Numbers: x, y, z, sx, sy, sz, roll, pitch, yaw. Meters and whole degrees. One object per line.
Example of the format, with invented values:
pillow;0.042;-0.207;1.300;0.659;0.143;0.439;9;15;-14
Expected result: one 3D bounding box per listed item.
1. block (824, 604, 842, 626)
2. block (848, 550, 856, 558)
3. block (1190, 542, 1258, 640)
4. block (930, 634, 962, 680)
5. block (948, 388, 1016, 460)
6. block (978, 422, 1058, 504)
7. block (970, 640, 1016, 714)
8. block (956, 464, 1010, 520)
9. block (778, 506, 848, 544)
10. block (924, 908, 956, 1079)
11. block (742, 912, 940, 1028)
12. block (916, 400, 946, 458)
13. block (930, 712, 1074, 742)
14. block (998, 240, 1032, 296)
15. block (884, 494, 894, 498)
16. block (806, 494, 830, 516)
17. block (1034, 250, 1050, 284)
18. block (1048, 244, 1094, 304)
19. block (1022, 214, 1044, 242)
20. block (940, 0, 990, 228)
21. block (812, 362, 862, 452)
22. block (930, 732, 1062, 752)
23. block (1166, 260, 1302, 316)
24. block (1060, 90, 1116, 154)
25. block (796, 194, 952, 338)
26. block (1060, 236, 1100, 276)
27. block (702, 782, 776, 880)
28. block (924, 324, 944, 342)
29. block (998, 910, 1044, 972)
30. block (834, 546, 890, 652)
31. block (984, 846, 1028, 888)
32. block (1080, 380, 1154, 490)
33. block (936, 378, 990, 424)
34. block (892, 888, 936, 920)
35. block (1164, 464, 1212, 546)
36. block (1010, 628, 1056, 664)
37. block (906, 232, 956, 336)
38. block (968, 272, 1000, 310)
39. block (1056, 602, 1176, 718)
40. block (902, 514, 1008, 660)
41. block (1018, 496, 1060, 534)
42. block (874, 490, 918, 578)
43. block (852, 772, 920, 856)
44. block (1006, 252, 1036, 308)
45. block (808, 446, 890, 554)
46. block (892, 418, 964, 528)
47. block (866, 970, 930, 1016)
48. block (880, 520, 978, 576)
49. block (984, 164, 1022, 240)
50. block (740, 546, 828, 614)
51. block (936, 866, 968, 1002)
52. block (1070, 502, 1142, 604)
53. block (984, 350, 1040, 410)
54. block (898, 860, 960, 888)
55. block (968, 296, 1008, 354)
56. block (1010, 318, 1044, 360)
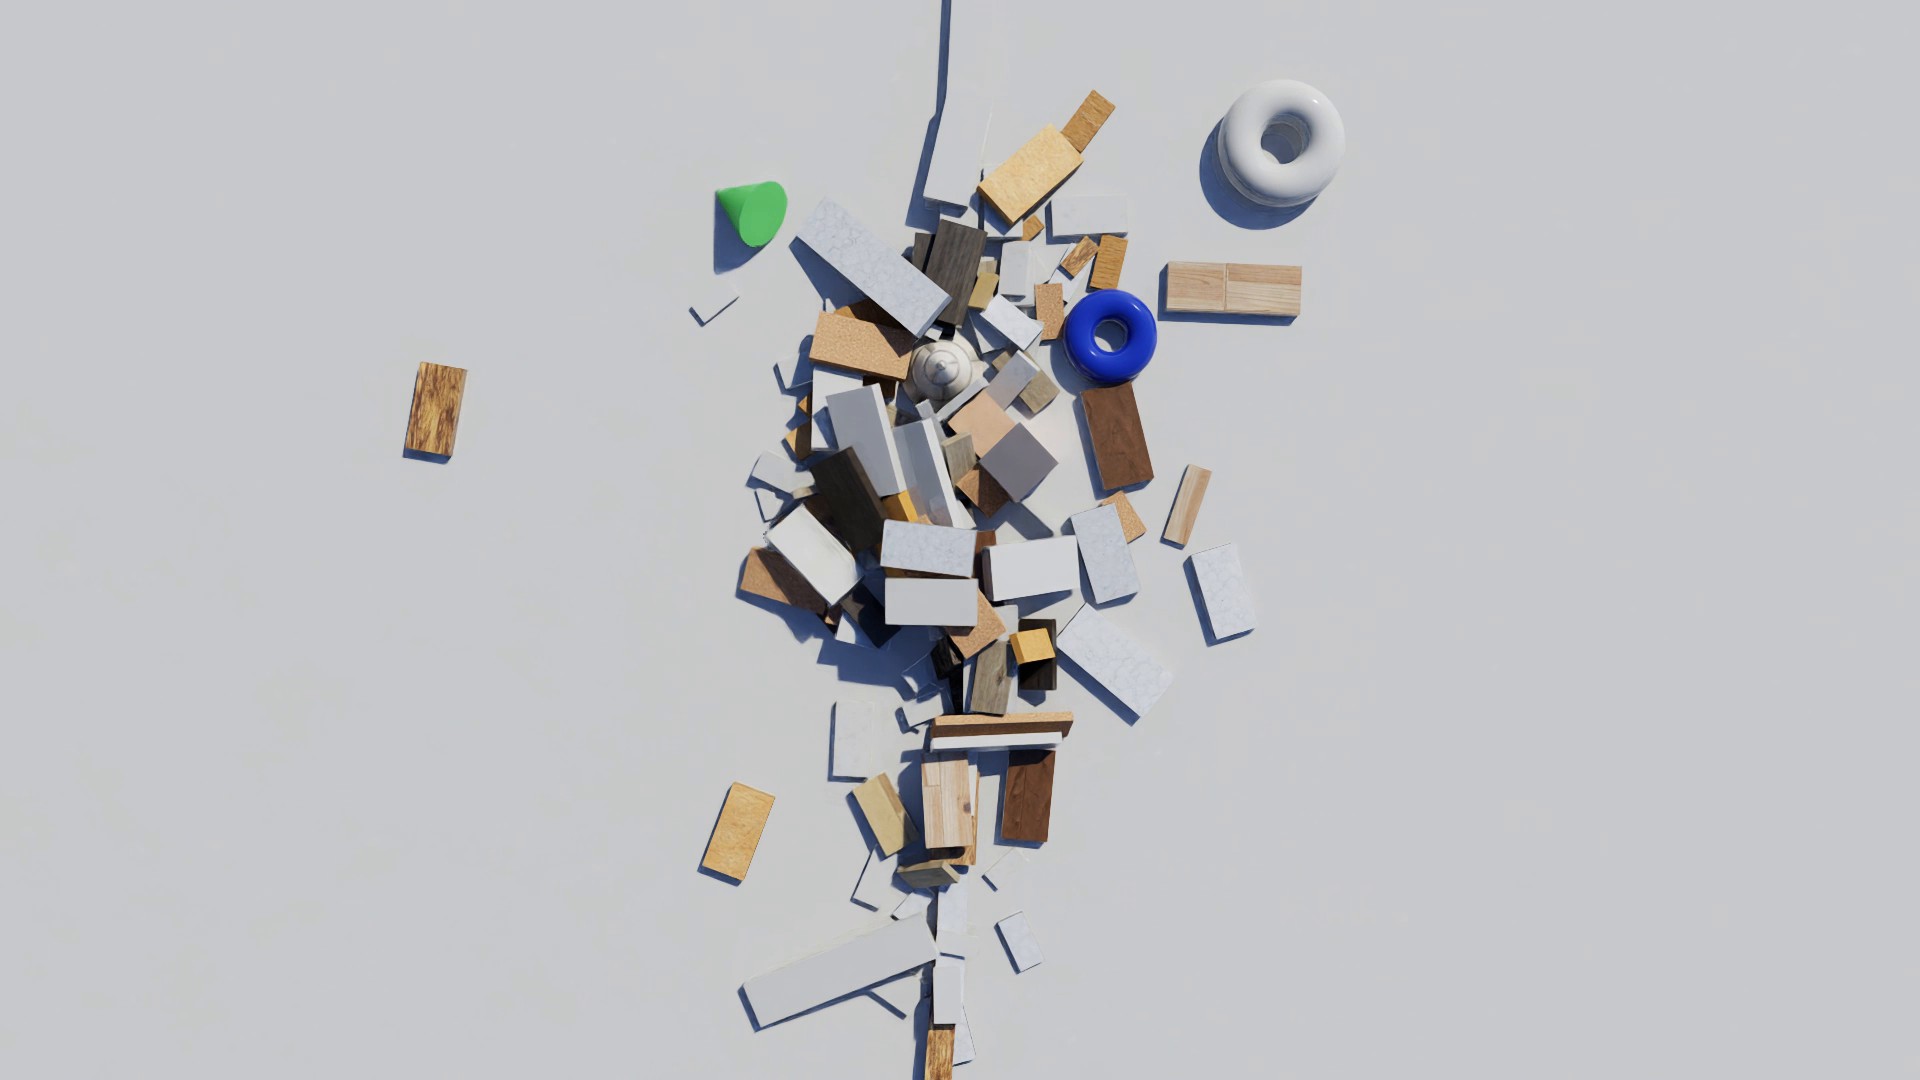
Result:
block;-0.345;0.249;5.460;0.190;0.027;0.095;14;85;-10
block;-0.342;0.078;5.487;0.190;0.027;0.095;-6;90;0
block;0.877;0.169;5.479;0.145;0.041;0.291;-17;90;0
block;-0.047;0.382;5.368;0.028;0.199;0.099;-12;74;-20
block;0.071;-0.377;5.420;0.159;0.159;0.159;-43;90;0
block;0.189;-0.252;5.408;0.184;0.184;0.184;-43;90;0
block;0.107;0.440;5.325;0.117;0.033;0.235;8;101;-4
block;0.078;-0.160;5.418;0.100;0.200;0.028;-44;47;0
block;-0.422;-0.064;5.469;0.321;0.046;0.161;-24;90;3
block;-0.049;1.464;5.457;0.089;0.025;0.900;4;86;1
block;-0.392;1.414;5.431;0.647;0.043;0.152;-23;90;9
block;-0.059;-0.311;5.384;0.046;0.013;0.360;-26;128;0
block;0.137;0.612;5.400;0.458;0.117;0.033;-1;56;-11
block;0.181;-0.896;5.445;0.091;0.026;0.182;4;83;15
block;-0.234;-0.176;5.442;0.061;0.122;0.017;-26;61;0
block;-0.443;-0.126;5.438;0.122;0.017;0.061;-20;90;3
block;0.253;-0.902;5.492;0.054;0.015;0.107;-29;90;0
block;0.365;-0.888;5.487;0.089;0.025;0.178;30;90;0
block;0.224;-1.025;5.477;0.107;0.015;0.054;-40;89;0
block;0.026;-1.592;5.457;0.126;0.036;1.187;3;90;0
block;-0.403;-0.454;5.408;0.161;0.046;0.322;2;80;-6
block;0.116;0.663;5.384;0.418;0.123;0.035;-2;75;-7
block;0.908;-0.835;5.477;0.440;0.046;0.161;2;90;0
block;0.422;-1.392;5.487;0.095;0.027;0.190;37;90;0
block;-0.285;-0.896;5.393;0.559;0.048;0.168;41;95;16
block;0.398;-0.939;5.466;0.064;0.018;0.128;42;90;0
block;-0.734;0.966;5.479;0.145;0.041;0.291;21;90;0
block;-0.106;-0.692;5.402;0.092;0.013;0.046;27;86;-3
block;0.204;1.334;5.487;0.089;0.025;0.177;-25;90;0
block;-0.284;0.179;5.435;0.174;0.049;0.348;15;85;-10
block;0.155;1.091;5.490;0.137;0.019;0.068;-42;90;0
block;0.522;-0.348;5.476;0.168;0.048;0.336;-14;90;0
block;-0.068;-0.399;5.395;0.382;0.111;0.031;-38;90;16
block;-0.153;1.214;5.490;0.068;0.019;0.137;42;90;0
block;0.758;-0.118;5.489;0.081;0.023;0.261;19;90;0
block;0.234;0.344;5.338;0.028;0.199;0.099;-23;80;30
block;-0.084;-0.842;5.438;0.161;0.046;0.322;5;88;-5
block;0.077;-0.819;5.431;0.064;0.018;0.128;14;73;28
block;0.511;0.398;5.475;0.386;0.049;0.174;40;90;0
block;-0.045;0.149;5.256;0.159;0.045;0.452;-36;90;9
block;0.263;-0.084;5.460;0.161;0.081;0.023;43;90;0
block;-0.181;0.031;5.351;0.176;0.050;0.353;-21;93;39
block;-0.245;0.908;5.468;0.123;0.035;0.247;-28;85;-3
block;0.201;-0.863;5.462;0.090;0.026;0.181;-1;82;15
block;-0.345;-0.128;5.316;0.159;0.045;0.318;-23;98;31
block;-0.110;-0.156;5.296;0.176;0.050;0.446;-11;100;38
block;-0.233;1.464;5.483;0.235;0.033;0.117;35;90;0
block;-0.099;0.025;5.207;0.291;0.041;0.145;7;96;6
block;0.143;-1.120;5.463;0.126;0.036;0.251;-1;81;0
block;-0.566;0.132;5.448;0.291;0.041;0.145;17;102;7
block;-0.026;1.249;5.445;0.095;0.027;0.539;2;86;1
block;0.484;0.043;5.465;0.152;0.043;0.304;-17;92;7
block;0.168;-0.525;5.431;0.095;0.027;0.190;41;120;-3
block;-0.103;1.097;5.411;0.191;0.027;0.095;-15;129;36
block;0.090;-0.719;5.462;0.091;0.026;0.182;-18;92;0
block;0.215;-0.644;5.468;0.090;0.026;0.181;13;102;0
